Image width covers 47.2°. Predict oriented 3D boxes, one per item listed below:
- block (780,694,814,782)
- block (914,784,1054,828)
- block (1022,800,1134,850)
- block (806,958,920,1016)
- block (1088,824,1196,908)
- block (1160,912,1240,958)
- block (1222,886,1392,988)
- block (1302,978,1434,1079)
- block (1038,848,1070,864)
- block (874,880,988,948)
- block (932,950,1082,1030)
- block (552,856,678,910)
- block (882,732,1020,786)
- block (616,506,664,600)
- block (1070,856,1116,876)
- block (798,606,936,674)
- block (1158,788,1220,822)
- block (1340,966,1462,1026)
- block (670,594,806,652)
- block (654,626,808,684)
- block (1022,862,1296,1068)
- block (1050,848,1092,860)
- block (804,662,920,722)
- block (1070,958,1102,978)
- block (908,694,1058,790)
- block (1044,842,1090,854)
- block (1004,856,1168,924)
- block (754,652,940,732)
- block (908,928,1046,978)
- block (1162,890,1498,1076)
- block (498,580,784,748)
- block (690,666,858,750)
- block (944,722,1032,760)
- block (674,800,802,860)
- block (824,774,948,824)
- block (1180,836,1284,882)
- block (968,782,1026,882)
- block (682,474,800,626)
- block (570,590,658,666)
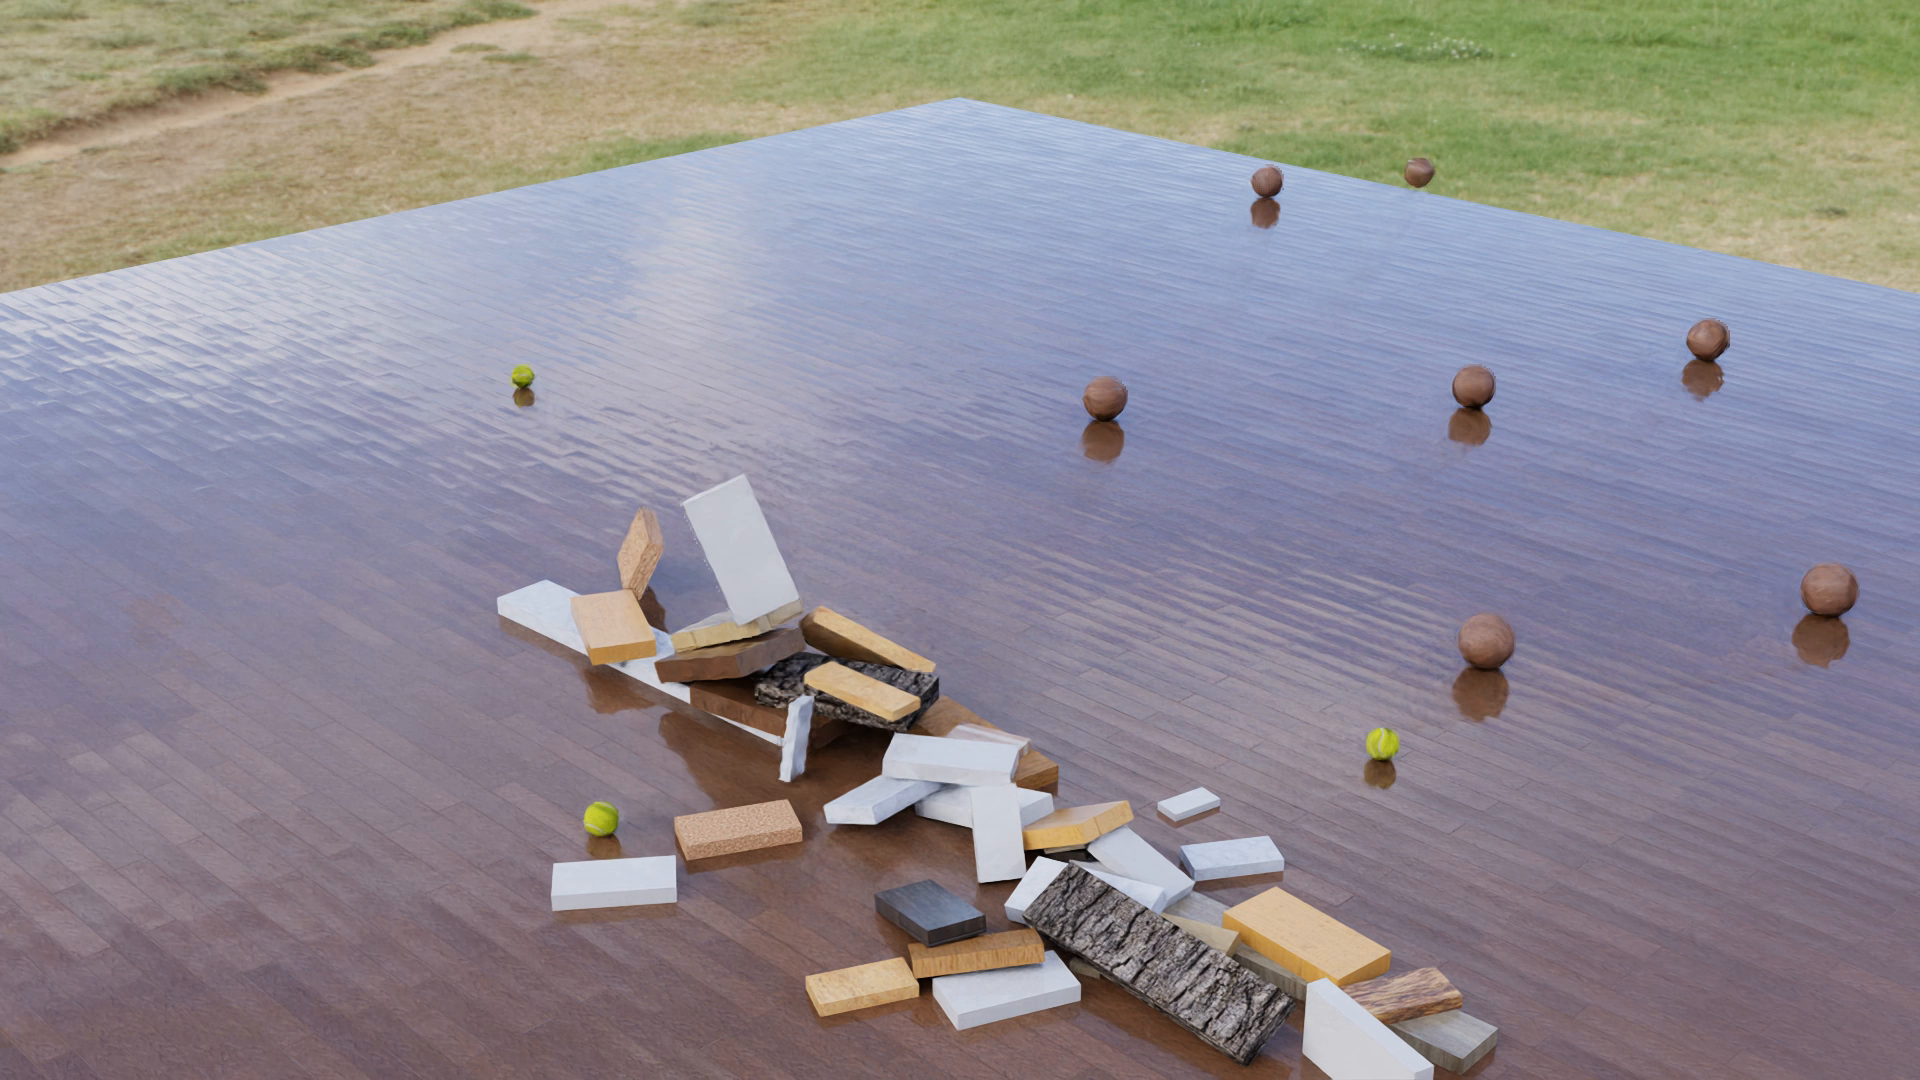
[{"bbox_3d":[-0.339,0.411,4.561,0.023,0.165,0.082,12,13,15],"label":"block"},{"bbox_3d":[0.046,0.528,4.387,0.134,0.038,0.267,-20,16,-39],"label":"block"},{"bbox_3d":[0.196,0.555,4.249,0.134,0.038,0.267,-20,2,-39],"label":"block"},{"bbox_3d":[-0.172,0.786,3.874,0.181,0.026,0.090,-8,24,-18],"label":"block"},{"bbox_3d":[0.339,0.612,4.125,0.187,0.027,0.094,38,39,29],"label":"block"},{"bbox_3d":[0.400,0.726,3.959,0.187,0.027,0.094,9,42,33],"label":"block"},{"bbox_3d":[0.618,0.717,3.936,0.138,0.039,0.276,-18,29,-36],"label":"block"},{"bbox_3d":[0.662,0.847,3.588,0.039,0.138,0.276,-12,26,-26],"label":"block"},{"bbox_3d":[0.206,0.606,4.277,0.054,0.015,0.107,-20,17,-34],"label":"block"},{"bbox_3d":[-0.056,0.685,4.042,0.116,0.033,0.232,-11,13,-25],"label":"block"},{"bbox_3d":[0.082,0.789,3.859,0.233,0.033,0.117,-9,25,-21],"label":"block"},{"bbox_3d":[-0.656,0.652,4.182,0.232,0.033,0.116,-3,23,-7],"label":"block"},{"bbox_3d":[-0.018,0.448,4.464,0.259,0.037,0.130,5,20,8],"label":"block"},{"bbox_3d":[-0.795,0.030,5.465,0.042,0.148,0.296,23,11,-18],"label":"block"},{"bbox_3d":[0.268,0.612,4.182,0.111,0.016,0.055,4,20,42],"label":"block"},{"bbox_3d":[-0.212,0.244,4.855,0.290,0.041,0.145,28,-25,-14],"label":"block"},{"bbox_3d":[0.466,0.537,4.474,0.116,0.016,0.058,-14,27,-31],"label":"block"},{"bbox_3d":[0.758,0.788,3.786,0.187,0.027,0.094,-8,24,-18],"label":"block"},{"bbox_3d":[-0.496,0.187,4.889,0.290,0.041,0.145,-13,9,42],"label":"block"},{"bbox_3d":[-0.505,0.253,4.813,0.176,0.050,0.352,-23,9,-36],"label":"block"},{"bbox_3d":[0.341,0.737,3.858,0.520,0.039,0.138,27,61,40],"label":"block"},{"bbox_3d":[0.225,0.594,4.205,0.054,0.015,0.107,-21,6,-36],"label":"block"},{"bbox_3d":[-0.207,0.317,4.621,0.261,0.023,0.082,19,30,38],"label":"block"},{"bbox_3d":[0.248,0.749,3.975,0.058,0.016,0.116,11,25,24],"label":"block"},{"bbox_3d":[0.033,0.436,4.686,0.130,0.037,0.402,-16,28,-33],"label":"block"},{"bbox_3d":[0.215,0.578,4.205,0.054,0.015,0.107,-21,3,-44],"label":"block"},{"bbox_3d":[0.231,0.670,4.048,0.267,0.038,0.134,10,42,31],"label":"block"},{"bbox_3d":[-0.241,0.321,4.706,0.352,0.050,0.176,9,25,20],"label":"block"},{"bbox_3d":[0.028,0.736,3.918,0.233,0.033,0.117,-6,4,-5],"label":"block"},{"bbox_3d":[0.595,0.760,3.927,0.752,0.033,0.117,20,30,38],"label":"block"},{"bbox_3d":[-0.692,0.274,5.062,1.029,0.042,0.148,20,30,39],"label":"block"},{"bbox_3d":[-0.394,0.351,4.763,0.352,0.050,0.176,15,27,32],"label":"block"},{"bbox_3d":[0.058,0.428,4.629,0.165,0.023,0.082,13,26,27],"label":"block"},{"bbox_3d":[-0.440,0.574,4.366,0.232,0.033,0.116,-7,24,-17],"label":"block"},{"bbox_3d":[-0.141,0.510,4.445,0.130,0.037,0.259,-4,12,40],"label":"block"},{"bbox_3d":[0.528,0.618,4.271,0.181,0.026,0.090,-5,23,-11],"label":"block"},{"bbox_3d":[0.072,0.562,4.221,0.090,0.181,0.026,-5,-8,-11],"label":"block"},{"bbox_3d":[-0.469,0.022,4.710,0.145,0.290,0.041,-25,13,-8],"label":"block"},{"bbox_3d":[-0.810,0.201,5.126,0.148,0.042,0.296,-8,24,-17],"label":"block"}]
